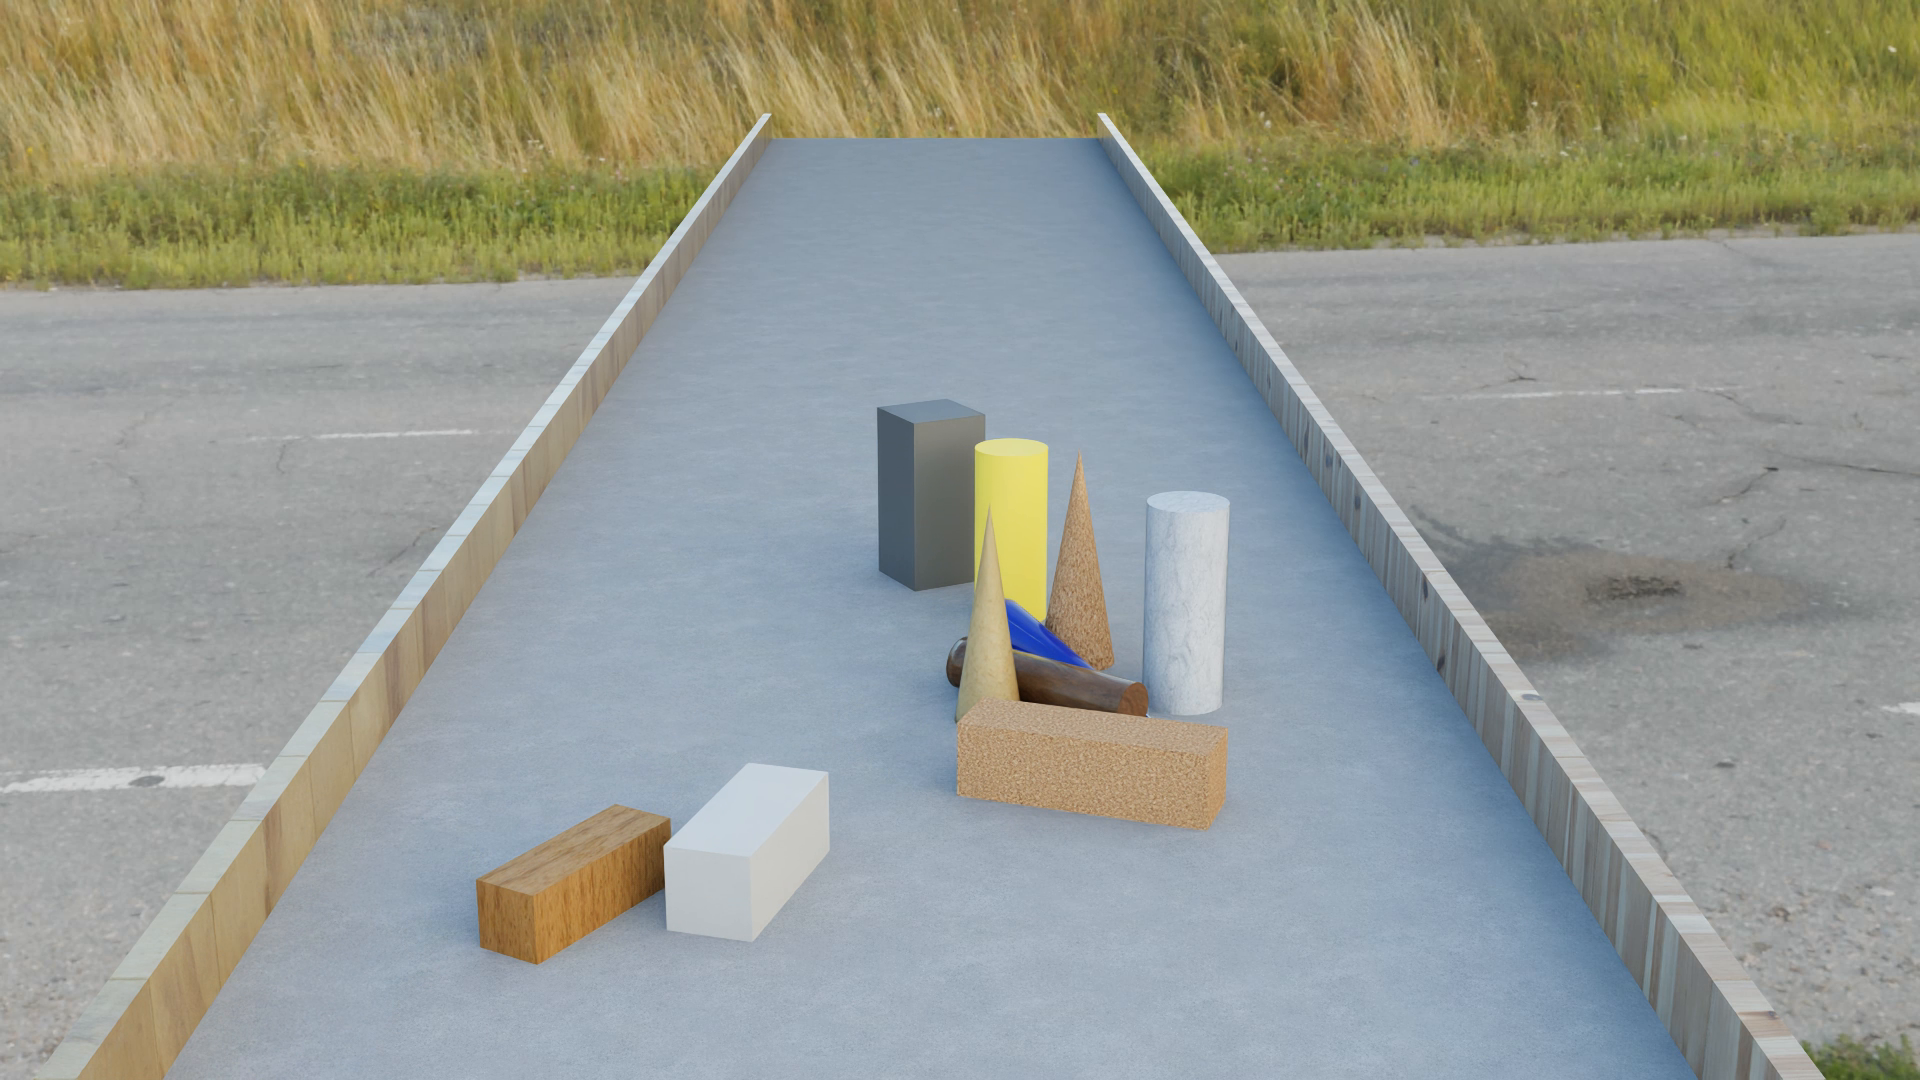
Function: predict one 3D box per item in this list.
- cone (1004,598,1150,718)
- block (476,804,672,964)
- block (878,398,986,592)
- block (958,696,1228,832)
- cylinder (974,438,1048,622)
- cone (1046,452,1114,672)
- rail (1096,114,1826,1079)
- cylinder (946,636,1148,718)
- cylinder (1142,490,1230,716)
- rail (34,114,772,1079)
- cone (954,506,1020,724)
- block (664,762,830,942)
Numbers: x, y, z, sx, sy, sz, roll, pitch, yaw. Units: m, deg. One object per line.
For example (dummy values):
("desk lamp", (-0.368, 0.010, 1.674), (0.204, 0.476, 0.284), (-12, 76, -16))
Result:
("cone", (0.222, 0.259, 4.240), (0.132, 0.132, 0.455), (-14, 30, -38))
("block", (-0.575, 0.513, 3.310), (0.109, 0.109, 0.318), (10, 19, 29))
("block", (-0.064, -0.103, 4.905), (0.177, 0.380, 0.177), (-9, 19, -27))
("block", (0.223, 0.376, 3.728), (0.437, 0.133, 0.133), (6, 18, 19))
("cylinder", (0.107, -0.017, 4.636), (0.153, 0.368, 0.153), (0, 17, 0))
("cone", (0.234, 0.031, 4.352), (0.153, 0.440, 0.153), (0, 17, 0))
("rail", (0.932, -0.844, 7.801), (0.050, 0.150, 12.000), (0, 17, -1))
("cylinder", (0.160, 0.272, 4.134), (0.401, 0.101, 0.101), (13, 21, 37))
("cylinder", (0.424, 0.118, 4.140), (0.154, 0.394, 0.154), (0, 17, 0))
("rail", (-1.118, -0.838, 7.780), (0.050, 0.150, 12.000), (0, 17, -1))
("cone", (0.054, 0.134, 4.038), (0.129, 0.421, 0.129), (0, 17, 0))
("block", (-0.323, 0.475, 3.389), (0.136, 0.136, 0.335), (5, 17, 16))
